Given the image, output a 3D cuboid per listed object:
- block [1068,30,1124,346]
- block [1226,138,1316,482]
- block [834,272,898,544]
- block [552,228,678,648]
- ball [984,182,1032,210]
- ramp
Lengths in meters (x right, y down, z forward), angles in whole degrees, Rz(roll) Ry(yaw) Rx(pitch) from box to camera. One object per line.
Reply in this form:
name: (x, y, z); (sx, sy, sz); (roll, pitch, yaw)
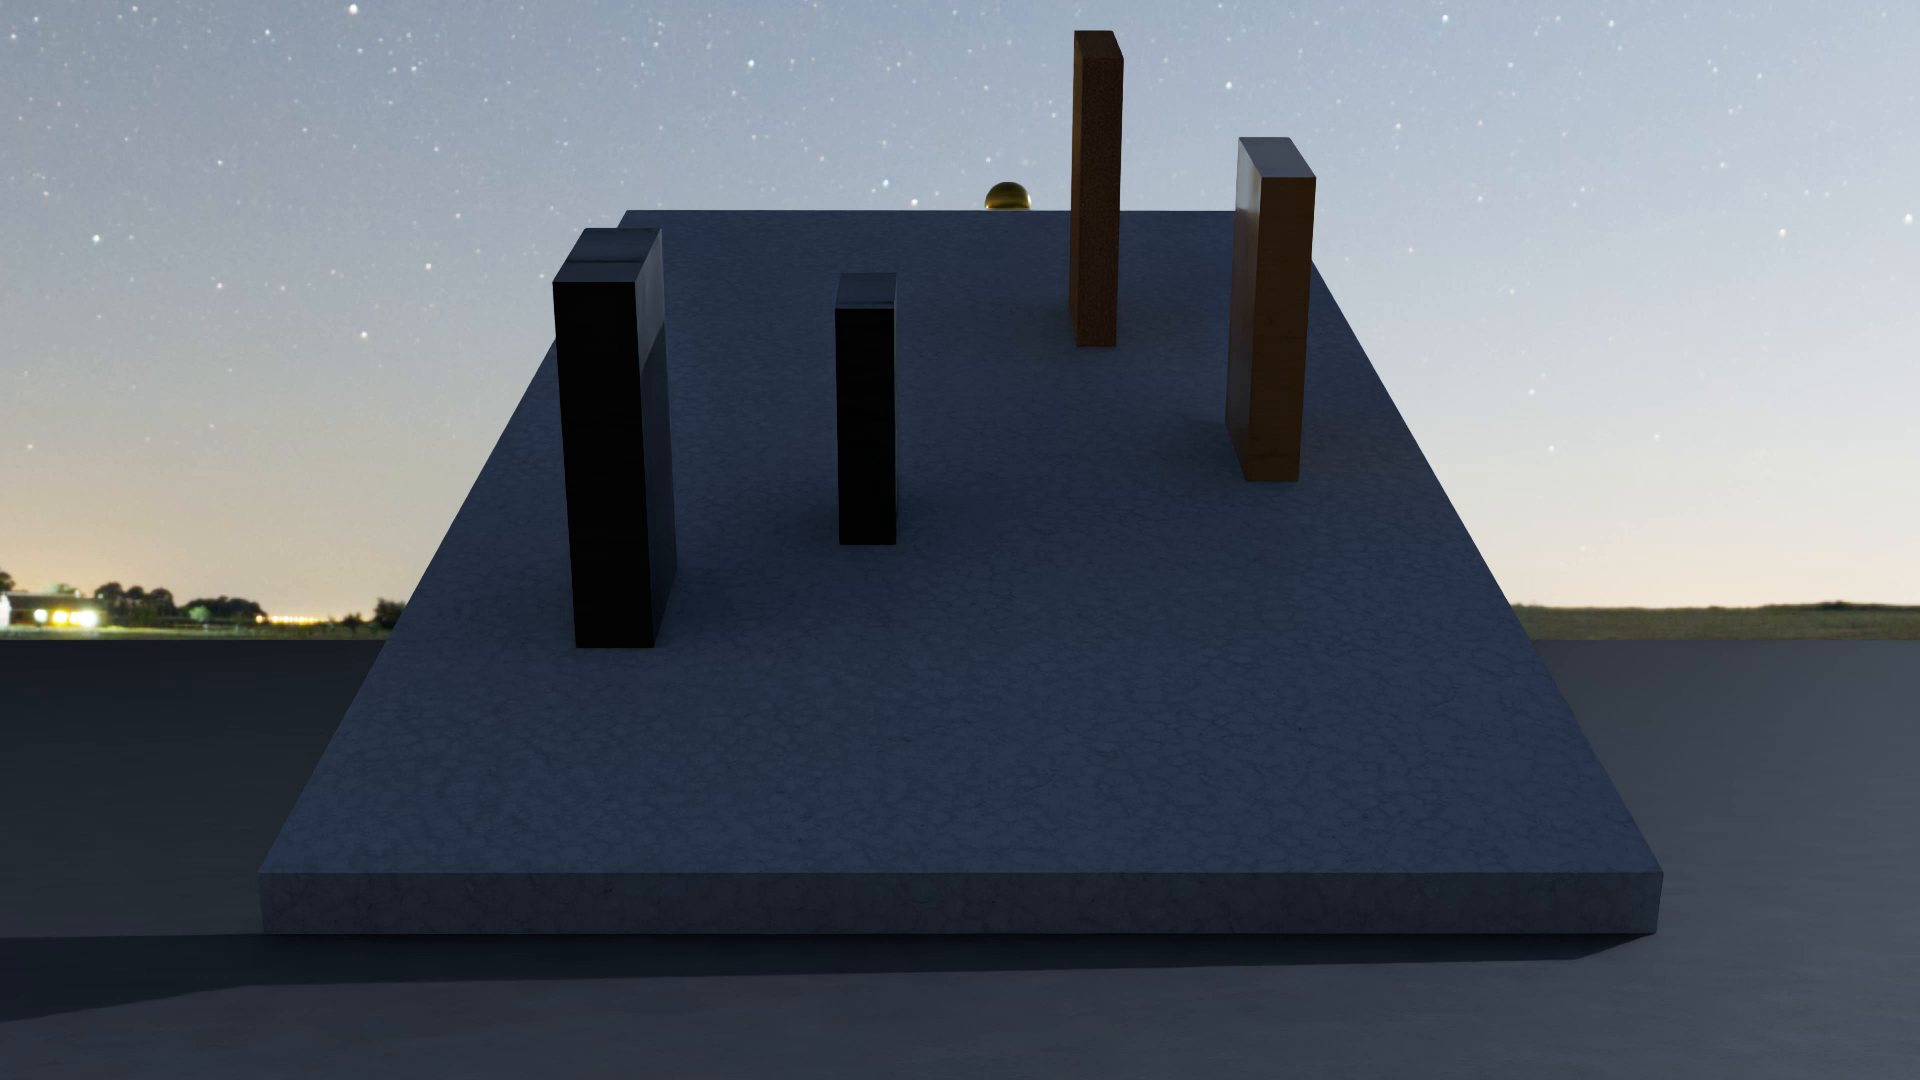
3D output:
block: (0.336, -0.879, 5.706); (0.097, 0.706, 0.404); (0, 22, 0)
block: (0.648, -0.490, 4.819); (0.109, 0.639, 0.386); (0, 22, 0)
block: (-0.178, -0.257, 4.456); (0.109, 0.471, 0.255); (0, 22, 0)
block: (-0.598, -0.184, 4.022); (0.135, 0.654, 0.364); (0, 22, 0)
ball: (0.150, -1.044, 7.139); (0.146, 0.146, 0.146); (0, -2, 0)
ramp: (-0.006, -0.219, 5.135); (2.000, 0.100, 4.000); (0, 22, 0)
